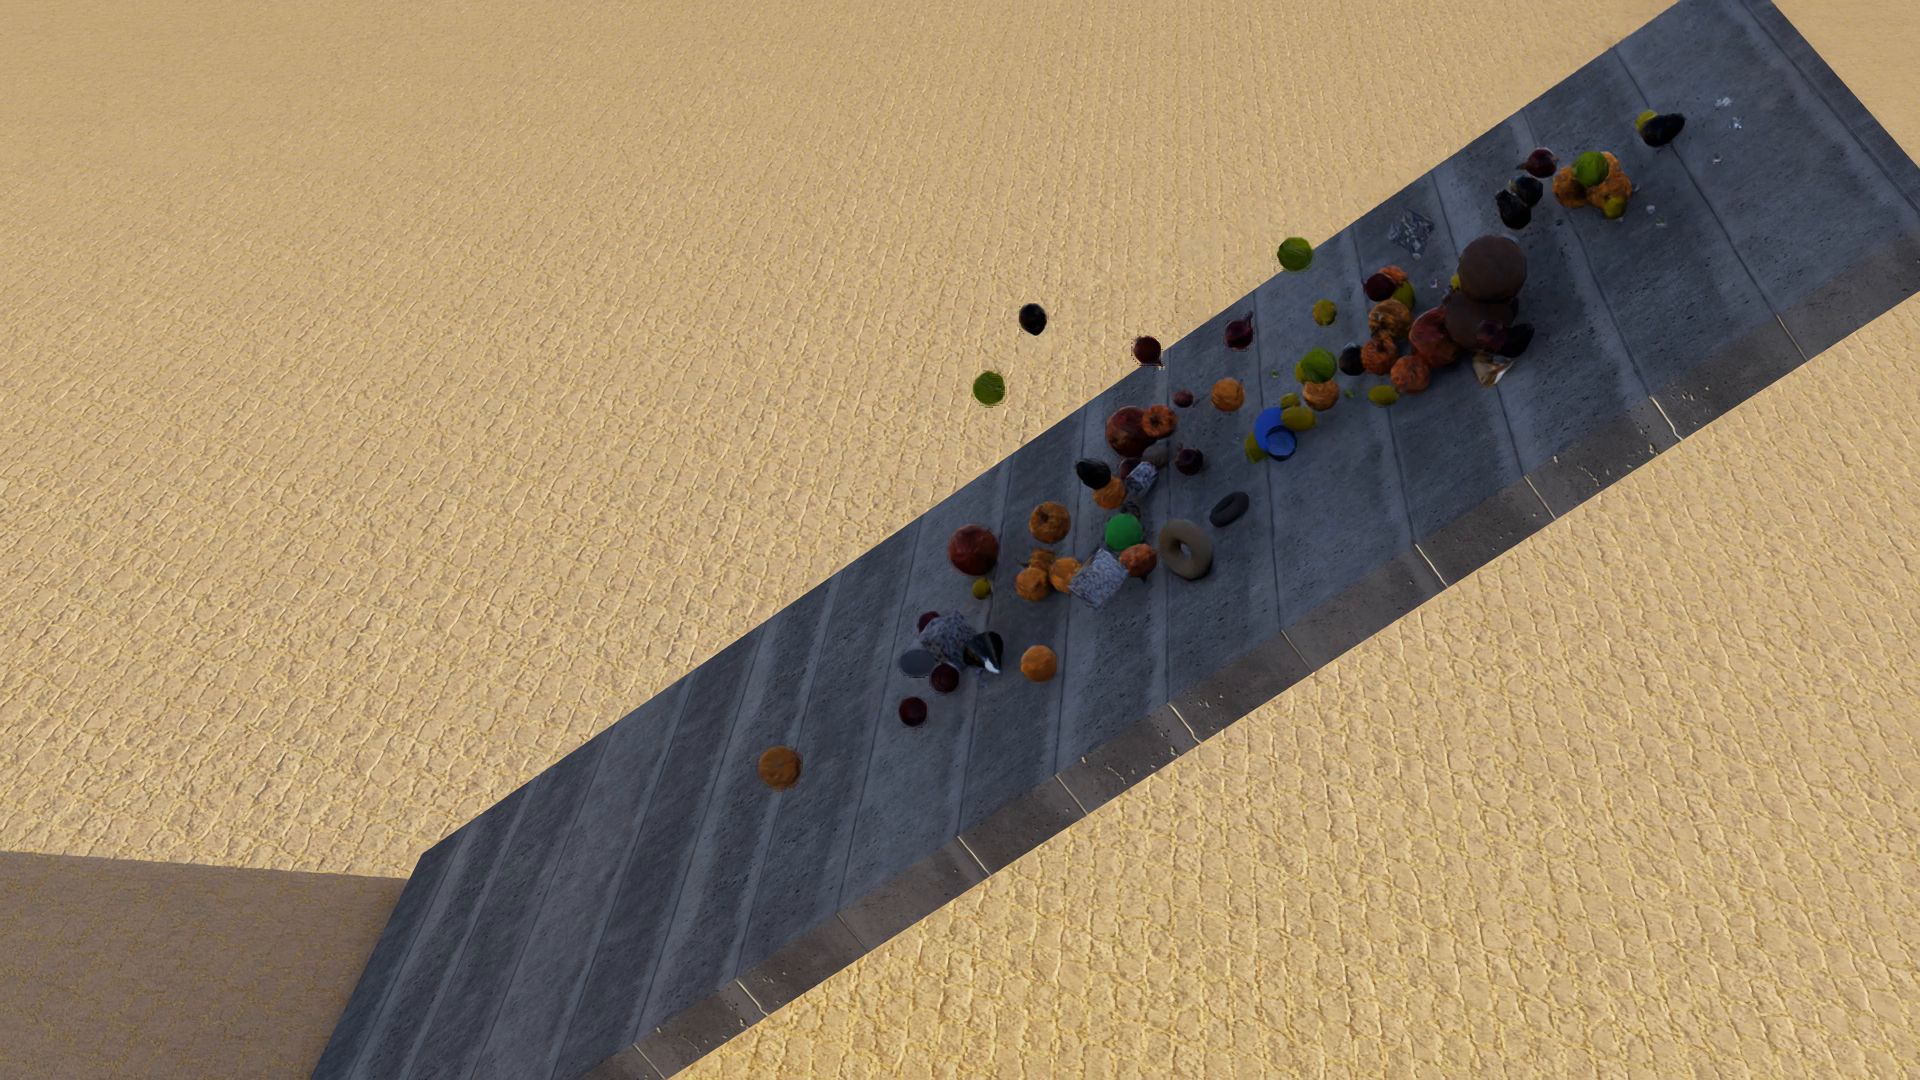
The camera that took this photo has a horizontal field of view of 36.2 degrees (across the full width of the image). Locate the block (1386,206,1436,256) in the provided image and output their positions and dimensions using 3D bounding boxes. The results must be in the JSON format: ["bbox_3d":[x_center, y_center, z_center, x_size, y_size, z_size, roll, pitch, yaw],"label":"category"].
[{"bbox_3d":[0.905,-0.620,5.902,0.065,0.065,0.065,21,18,-10],"label":"block"}]

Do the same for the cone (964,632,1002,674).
[{"bbox_3d":[0.064,0.249,6.004,0.089,0.089,0.089,-10,37,-22],"label":"cone"}]

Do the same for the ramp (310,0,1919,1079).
[{"bbox_3d":[0.130,0.178,6.319,4.000,0.100,2.000,-34,16,16],"label":"ramp"}]

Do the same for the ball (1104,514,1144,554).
[{"bbox_3d":[0.338,-0.013,6.051,0.082,0.082,0.082,0,22,0],"label":"ball"}]

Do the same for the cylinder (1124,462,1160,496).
[{"bbox_3d":[0.390,-0.131,6.304,0.054,0.054,0.054,17,60,35],"label":"cylinder"}]

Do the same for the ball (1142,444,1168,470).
[{"bbox_3d":[0.424,-0.179,6.377,0.056,0.056,0.056,0,22,0],"label":"ball"}]

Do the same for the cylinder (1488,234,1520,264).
[{"bbox_3d":[1.082,-0.572,5.848,0.053,0.053,0.053,8,57,18],"label":"cylinder"}]

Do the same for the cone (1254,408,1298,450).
[{"bbox_3d":[0.663,-0.225,5.989,0.096,0.096,0.096,13,14,29],"label":"cone"}]

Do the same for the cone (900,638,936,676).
[{"bbox_3d":[-0.090,0.227,6.080,0.074,0.074,0.074,-1,42,-3],"label":"cone"}]

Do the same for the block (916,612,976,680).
[{"bbox_3d":[-0.028,0.222,6.190,0.093,0.093,0.093,-19,25,51],"label":"block"}]

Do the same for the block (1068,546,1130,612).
[{"bbox_3d":[0.270,0.076,5.747,0.074,0.074,0.074,40,37,-4],"label":"block"}]

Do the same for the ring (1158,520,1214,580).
[{"bbox_3d":[0.435,0.019,5.668,0.126,0.126,0.042,21,39,41],"label":"ring"}]

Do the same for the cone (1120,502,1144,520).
[{"bbox_3d":[0.368,-0.051,6.154,0.050,0.050,0.050,-15,16,-31],"label":"cone"}]

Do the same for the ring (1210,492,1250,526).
[{"bbox_3d":[0.535,-0.062,5.840,0.091,0.030,0.091,-37,16,12],"label":"ring"}]

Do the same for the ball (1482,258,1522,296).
[{"bbox_3d":[1.060,-0.513,5.750,0.075,0.075,0.075,0,22,0],"label":"ball"}]
